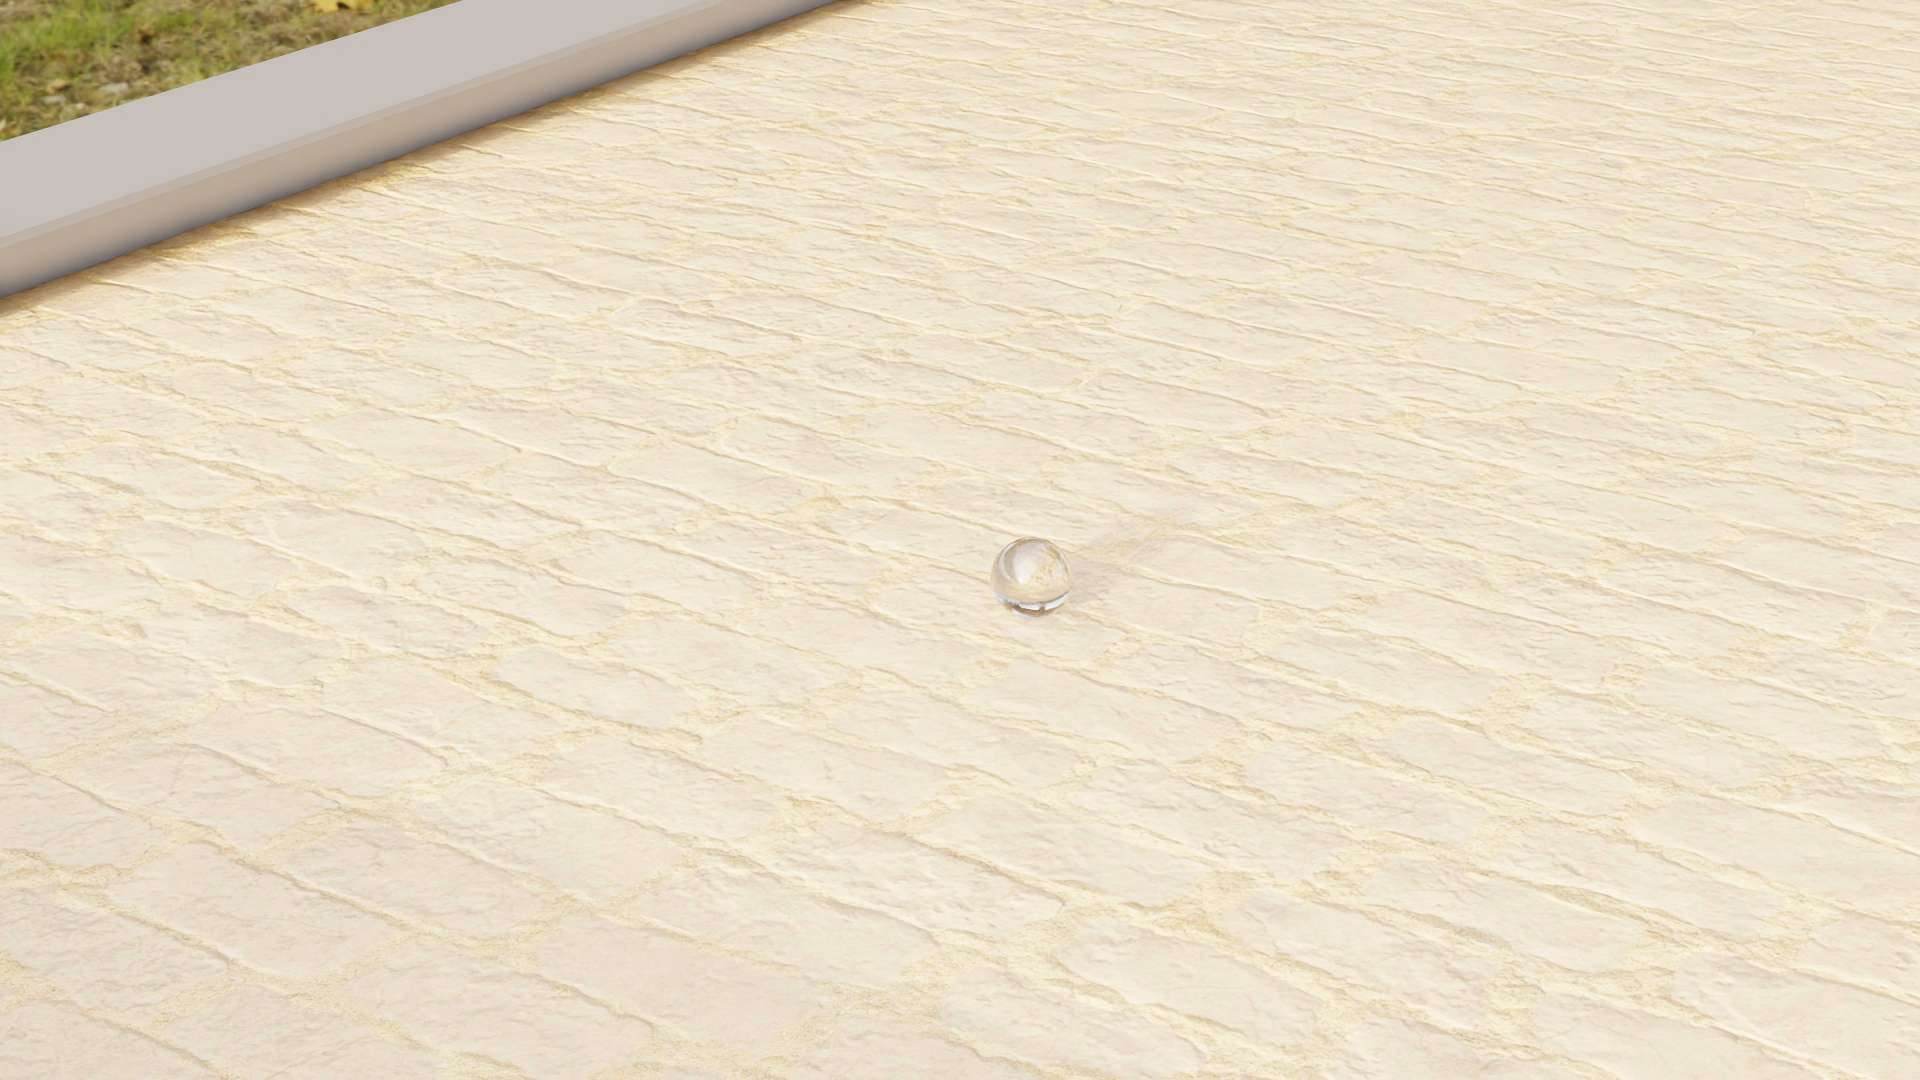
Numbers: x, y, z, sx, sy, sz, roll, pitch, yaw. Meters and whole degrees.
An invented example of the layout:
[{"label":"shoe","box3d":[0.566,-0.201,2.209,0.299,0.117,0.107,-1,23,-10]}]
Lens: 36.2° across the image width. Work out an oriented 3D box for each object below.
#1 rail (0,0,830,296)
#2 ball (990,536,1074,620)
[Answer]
[{"label":"rail","box3d":[-0.256,-0.548,2.959,0.045,0.121,3.543,16,29,30]},{"label":"ball","box3d":[0.044,0.023,1.812,0.051,0.051,0.051,0,25,0]}]
